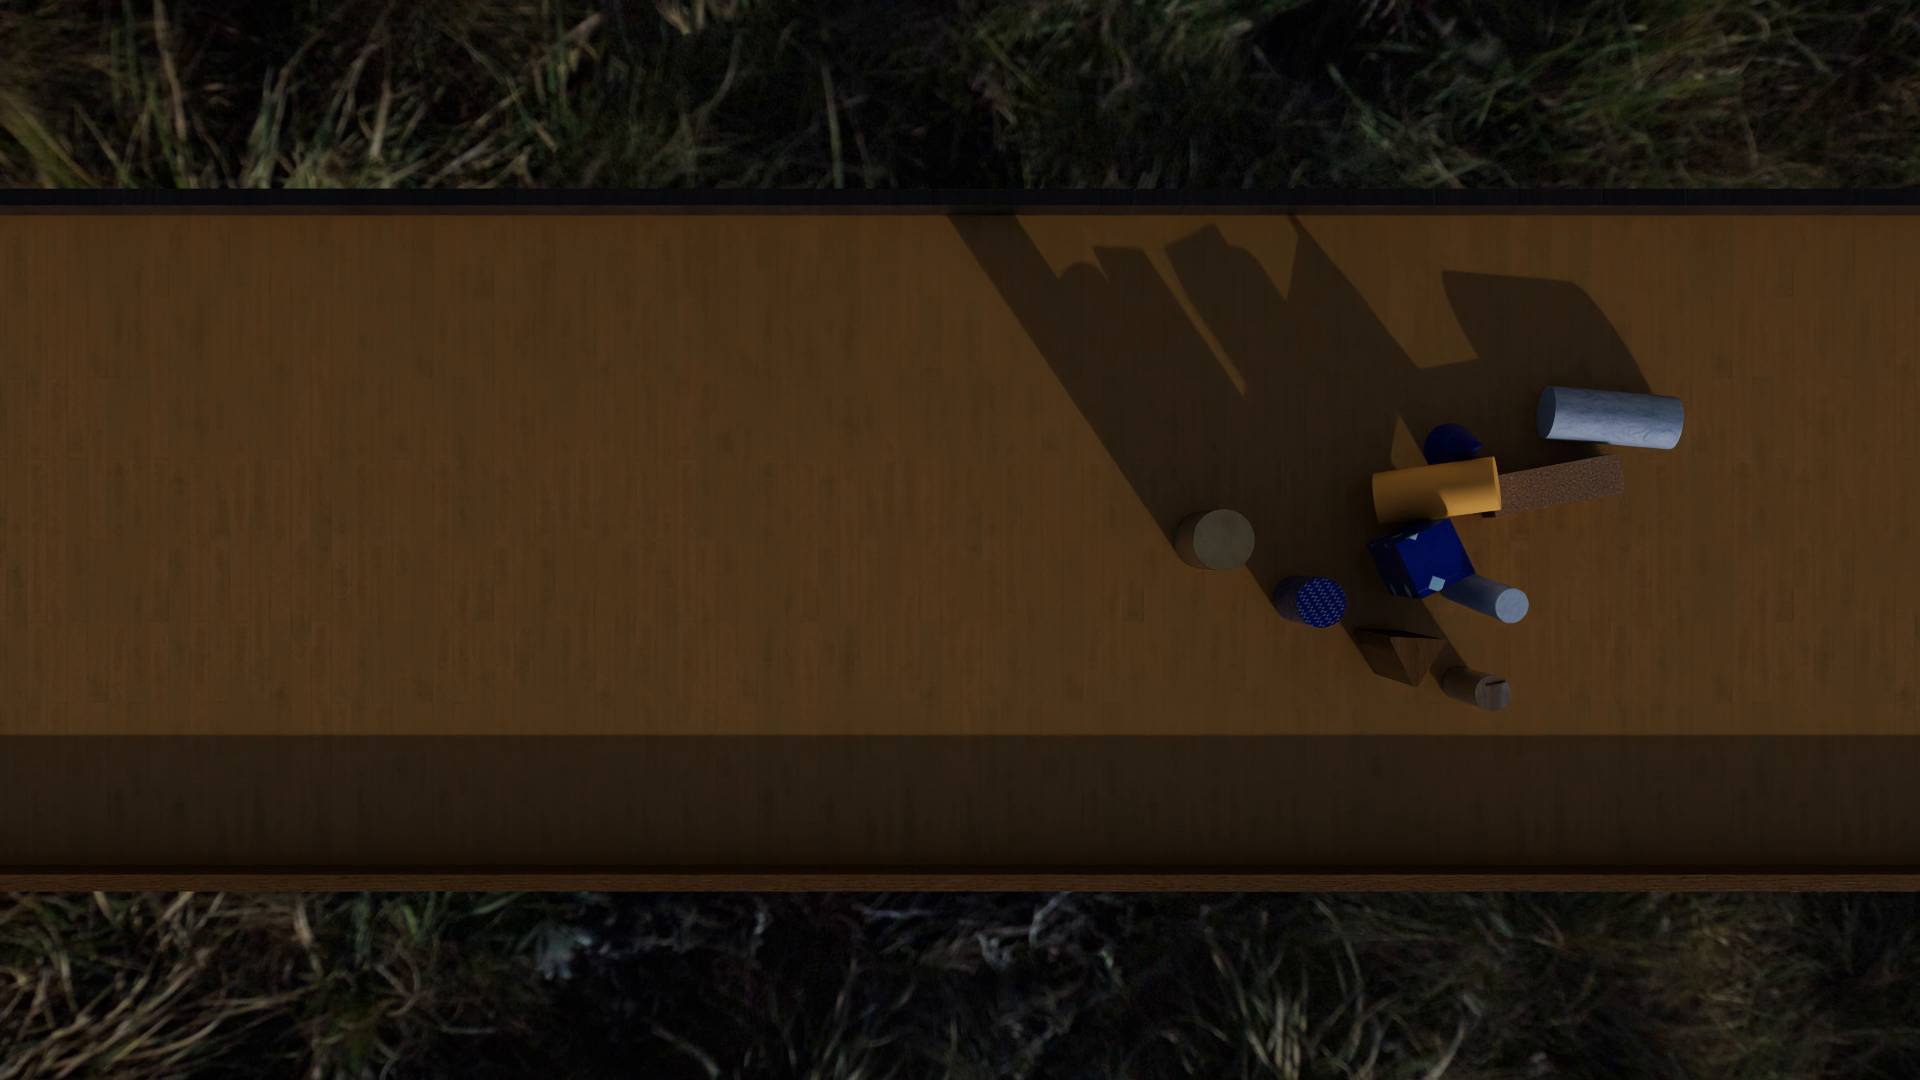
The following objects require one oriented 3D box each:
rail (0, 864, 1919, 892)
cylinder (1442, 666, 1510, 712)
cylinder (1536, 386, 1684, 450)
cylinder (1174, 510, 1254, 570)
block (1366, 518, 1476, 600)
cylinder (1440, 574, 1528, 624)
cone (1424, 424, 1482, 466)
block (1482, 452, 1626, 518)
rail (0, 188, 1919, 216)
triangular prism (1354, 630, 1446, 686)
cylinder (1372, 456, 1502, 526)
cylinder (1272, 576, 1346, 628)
[{"bbox_3d":[-2.247,1.025,5.001,12.000,0.150,0.050,0,90,0],"label":"rail"},{"bbox_3d":[1.534,0.441,4.911,0.104,0.331,0.104,0,90,0],"label":"cylinder"},{"bbox_3d":[1.966,-0.371,4.996,0.383,0.161,0.161,5,90,0],"label":"cylinder"},{"bbox_3d":[0.745,0.000,4.868,0.175,0.416,0.175,0,90,0],"label":"cylinder"},{"bbox_3d":[1.365,0.054,4.906,0.174,0.341,0.174,-26,90,0],"label":"block"},{"bbox_3d":[1.545,0.161,4.881,0.101,0.378,0.101,-1,98,-8],"label":"cylinder"},{"bbox_3d":[1.509,-0.278,4.920,0.164,0.312,0.164,0,90,0],"label":"cone"},{"bbox_3d":[1.794,-0.165,5.015,0.400,0.123,0.123,-11,90,0],"label":"block"},{"bbox_3d":[-2.247,-1.025,5.002,12.000,0.150,0.050,0,90,0],"label":"rail"},{"bbox_3d":[1.267,0.312,4.858,0.134,0.438,0.155,33,90,0],"label":"triangular prism"},{"bbox_3d":[1.426,-0.146,4.936,0.349,0.160,0.160,-8,90,23],"label":"cylinder"},{"bbox_3d":[1.034,0.180,4.897,0.143,0.359,0.143,0,90,0],"label":"cylinder"}]
